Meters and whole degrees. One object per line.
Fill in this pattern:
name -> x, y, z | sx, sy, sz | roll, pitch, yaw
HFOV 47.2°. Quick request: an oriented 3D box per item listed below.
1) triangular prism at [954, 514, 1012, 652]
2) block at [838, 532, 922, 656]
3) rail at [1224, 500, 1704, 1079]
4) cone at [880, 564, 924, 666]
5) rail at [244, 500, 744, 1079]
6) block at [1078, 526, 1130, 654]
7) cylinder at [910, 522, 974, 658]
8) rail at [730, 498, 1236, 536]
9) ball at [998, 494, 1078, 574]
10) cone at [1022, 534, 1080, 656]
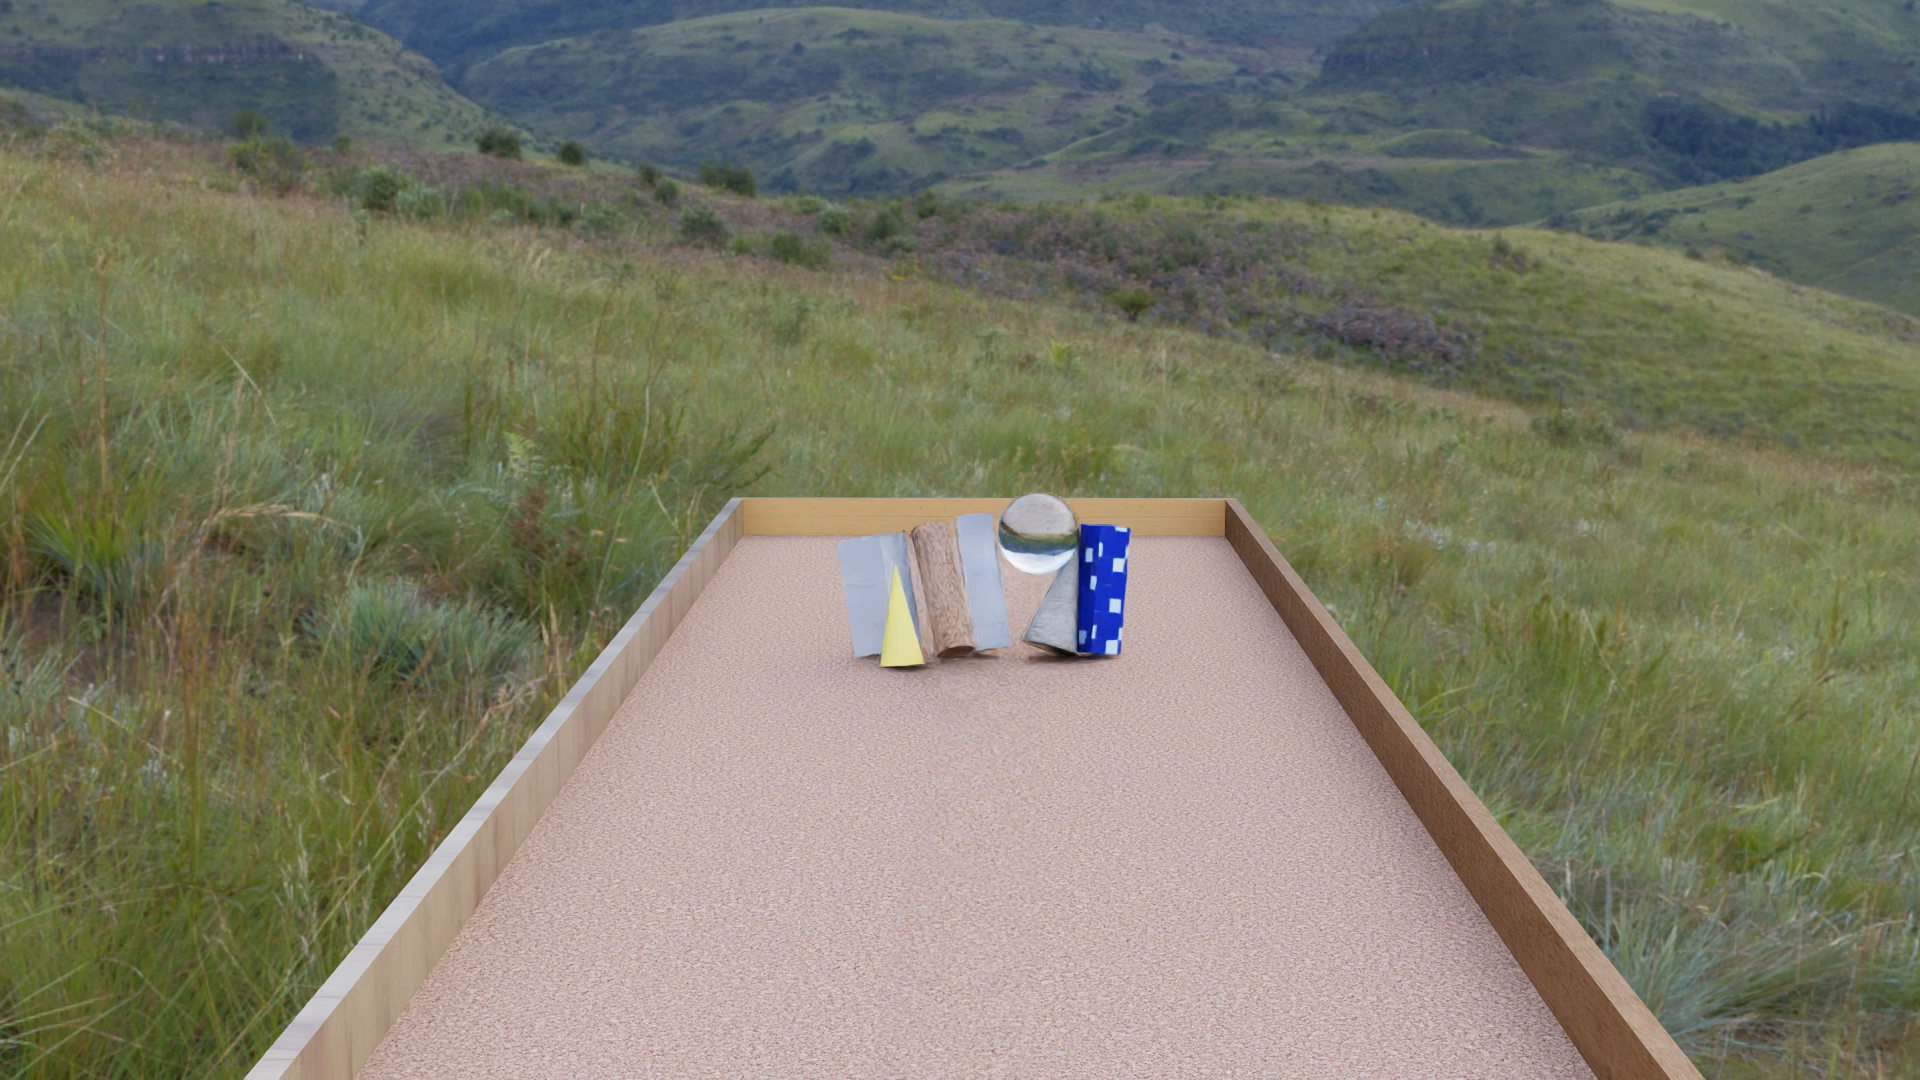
triangular prism -> 0.043, 0.137, 6.781 | 0.130, 0.413, 0.113 | -4, -7, -34
block -> -0.245, 0.167, 6.741 | 0.152, 0.351, 0.152 | -9, 1, 29
rail -> 1.046, 0.843, 3.208 | 0.050, 0.150, 12.000 | 0, 9, 1
cone -> -0.183, 0.220, 6.582 | 0.133, 0.307, 0.133 | -4, 0, 0
rail -> -1.004, 0.839, 3.234 | 0.050, 0.150, 12.000 | 0, 9, 1
block -> 0.431, 0.153, 6.739 | 0.108, 0.387, 0.108 | 5, -1, -29
cylinder -> -0.056, 0.152, 6.743 | 0.113, 0.410, 0.113 | -11, -20, -4
rail -> 0.099, -0.098, 9.147 | 2.100, 0.150, 0.050 | 0, 9, 1
ball -> 0.238, -0.019, 6.688 | 0.247, 0.247, 0.247 | 0, 9, 0
cone -> 0.321, 0.150, 6.731 | 0.176, 0.377, 0.176 | 15, -9, 2
